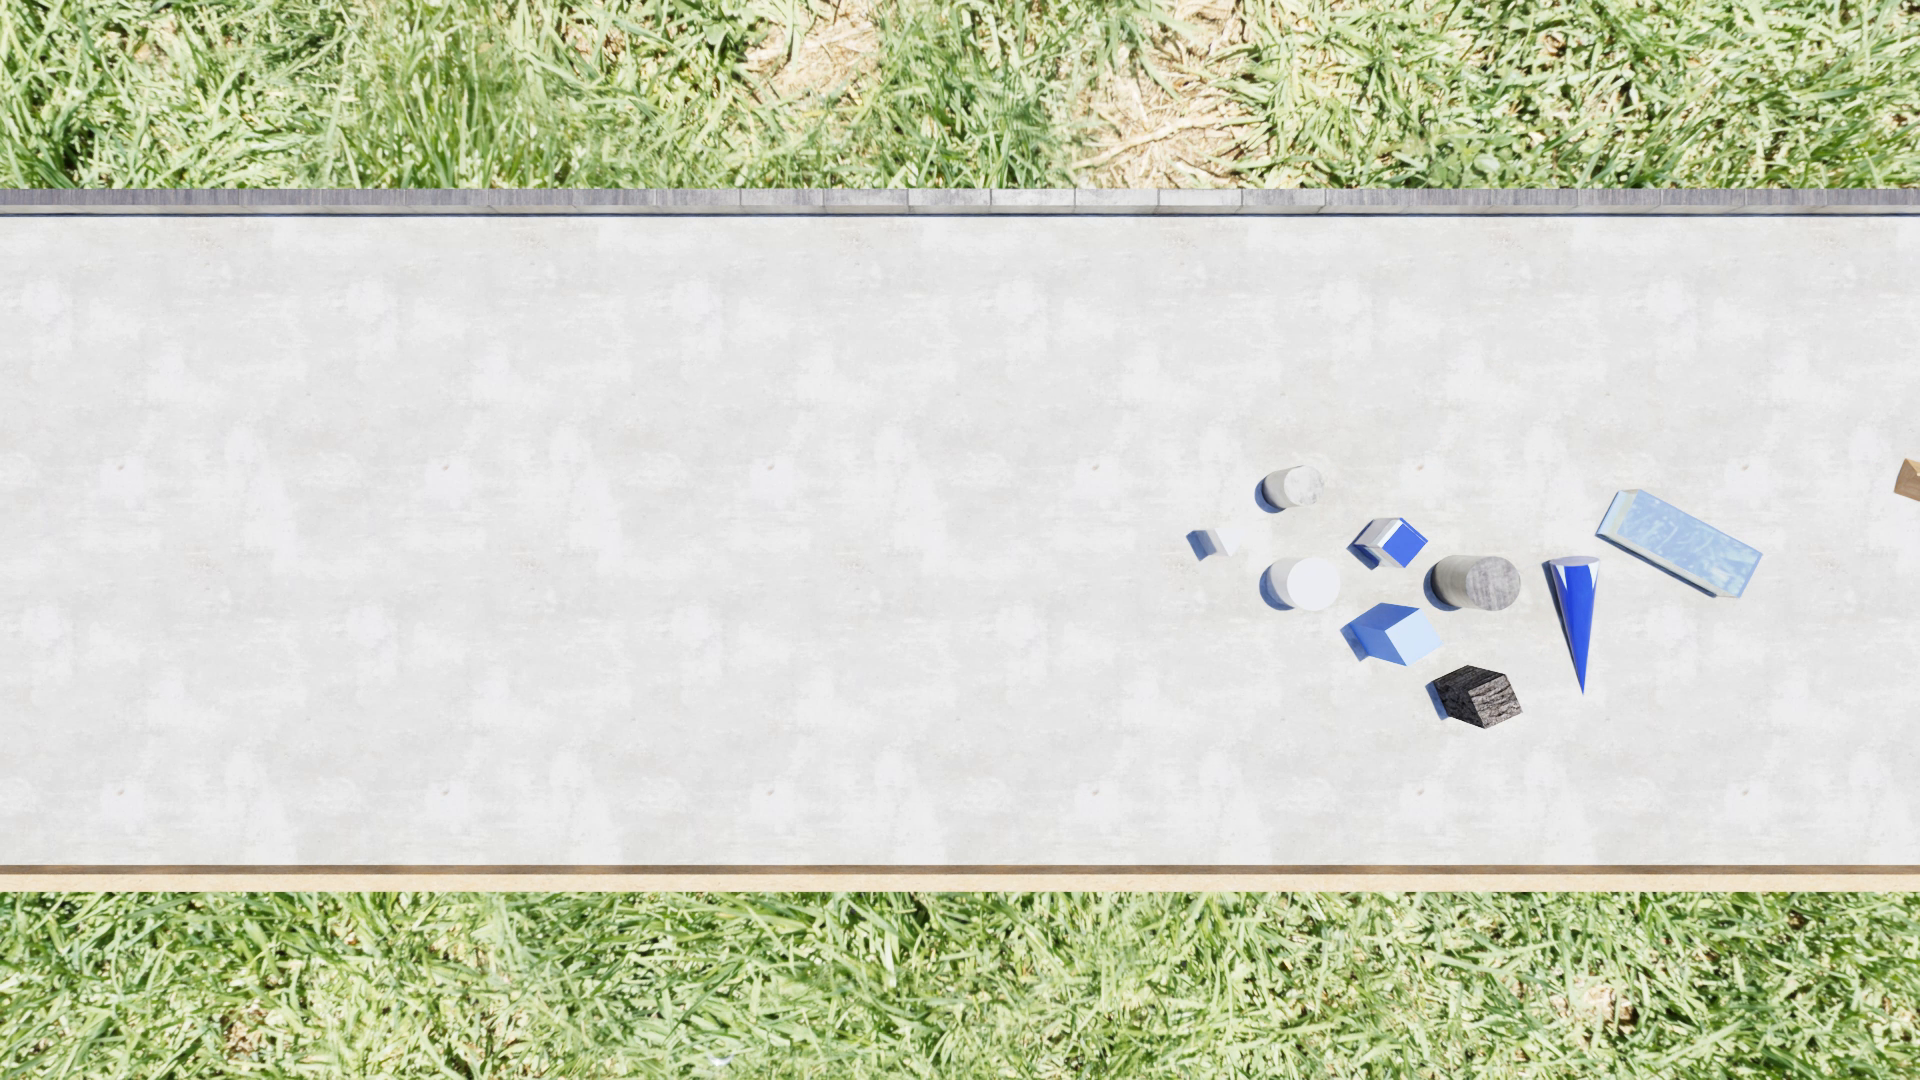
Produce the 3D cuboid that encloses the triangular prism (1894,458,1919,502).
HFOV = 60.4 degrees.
[{"bbox_3d":[3.076,-0.136,5.026,0.393,0.096,0.111,19,90,0],"label":"triangular prism"}]

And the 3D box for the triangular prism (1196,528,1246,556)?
[{"bbox_3d":[0.755,-0.012,4.869,0.079,0.416,0.091,31,90,0],"label":"triangular prism"}]

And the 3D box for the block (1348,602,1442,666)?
[{"bbox_3d":[1.277,0.274,4.856,0.120,0.441,0.120,-32,90,0],"label":"block"}]

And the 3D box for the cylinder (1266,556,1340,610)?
[{"bbox_3d":[1.017,0.127,4.910,0.153,0.332,0.153,0,90,0],"label":"cylinder"}]

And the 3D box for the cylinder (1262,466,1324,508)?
[{"bbox_3d":[0.986,-0.156,4.900,0.117,0.353,0.117,0,90,0],"label":"cylinder"}]

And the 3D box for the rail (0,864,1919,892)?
[{"bbox_3d":[-2.247,1.025,5.001,12.000,0.150,0.050,0,90,0],"label":"rail"}]

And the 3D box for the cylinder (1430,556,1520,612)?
[{"bbox_3d":[1.527,0.125,4.900,0.159,0.353,0.159,0,90,0],"label":"cylinder"}]

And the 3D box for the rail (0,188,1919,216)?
[{"bbox_3d":[-2.247,-1.025,5.002,12.000,0.150,0.050,0,90,0],"label":"rail"}]

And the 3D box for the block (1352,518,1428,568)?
[{"bbox_3d":[1.281,0.008,4.921,0.105,0.311,0.105,41,90,0],"label":"block"}]

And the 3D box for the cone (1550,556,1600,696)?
[{"bbox_3d":[1.891,0.274,5.041,0.144,0.144,0.431,-7,100,0],"label":"cone"}]

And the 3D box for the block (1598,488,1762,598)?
[{"bbox_3d":[2.180,0.010,5.001,0.417,0.151,0.151,28,90,0],"label":"block"}]

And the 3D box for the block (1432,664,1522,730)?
[{"bbox_3d":[1.532,0.463,4.896,0.120,0.361,0.120,-24,90,0],"label":"block"}]
